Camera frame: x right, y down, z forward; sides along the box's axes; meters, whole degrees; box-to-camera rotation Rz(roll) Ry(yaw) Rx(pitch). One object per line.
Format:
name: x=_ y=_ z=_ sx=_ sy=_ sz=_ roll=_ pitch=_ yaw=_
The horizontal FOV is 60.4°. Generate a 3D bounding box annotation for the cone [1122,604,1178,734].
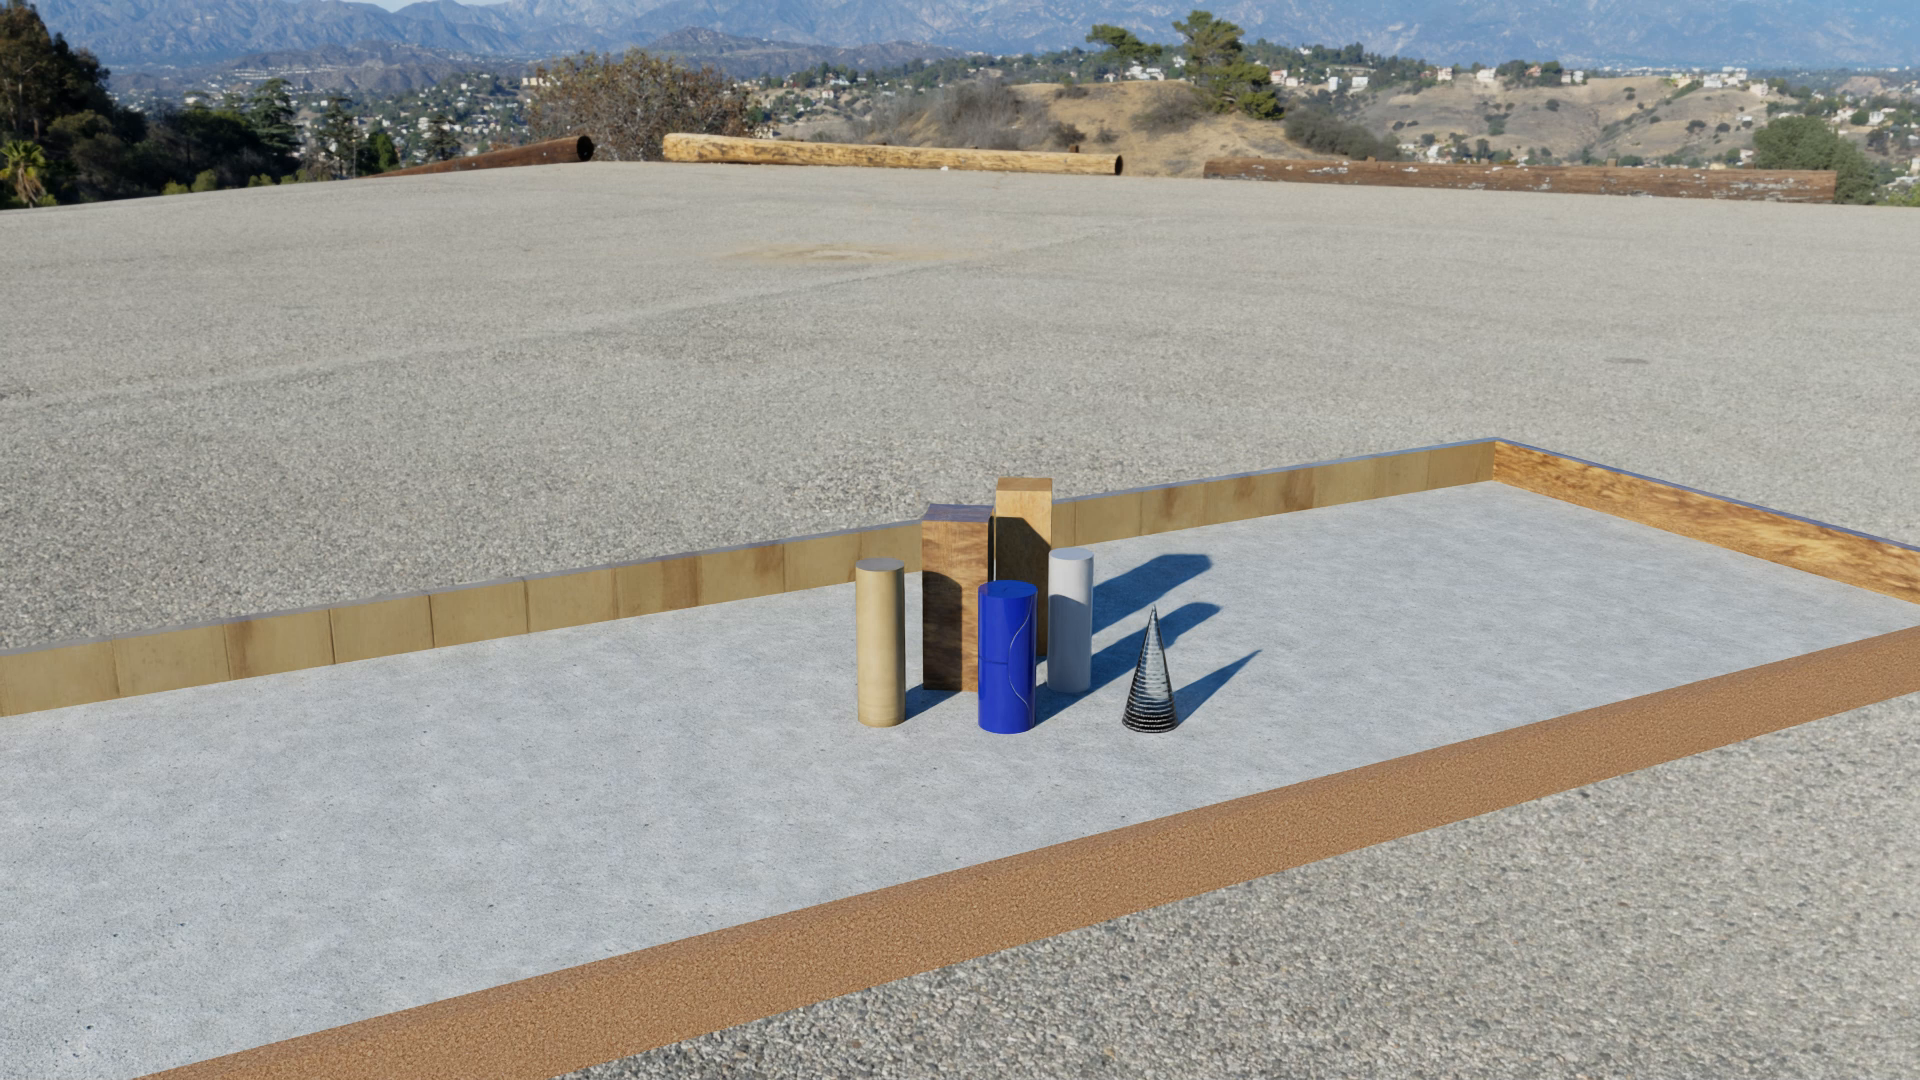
cone: x=0.449 y=0.285 z=3.849 sx=0.134 sy=0.302 sz=0.134 roll=0 pitch=16 yaw=0

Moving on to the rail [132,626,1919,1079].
rail: x=-2.336 y=1.006 z=1.665 sx=12.000 sy=0.150 sz=0.050 roll=-9 pitch=18 yaw=-27

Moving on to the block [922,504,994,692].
block: x=-0.003 y=0.143 z=4.098 sx=0.160 sy=0.435 sz=0.160 roll=2 pitch=16 yaw=6

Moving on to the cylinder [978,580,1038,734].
cylinder: x=0.110 y=0.272 z=3.842 sx=0.137 sy=0.332 sz=0.137 roll=0 pitch=16 yaw=0

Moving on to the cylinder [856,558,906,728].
cylinder: x=-0.185 y=0.240 z=3.861 sx=0.115 sy=0.382 sz=0.115 roll=0 pitch=16 yaw=0

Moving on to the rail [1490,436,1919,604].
rail: x=2.466 y=-0.048 z=5.253 sx=0.050 sy=0.150 sz=2.100 roll=-9 pitch=18 yaw=-27

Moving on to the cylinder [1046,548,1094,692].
cylinder: x=0.272 y=0.198 z=4.074 sx=0.110 sy=0.342 sz=0.110 roll=0 pitch=16 yaw=0

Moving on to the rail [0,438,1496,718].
rail: x=-3.305 y=0.497 z=3.399 sx=12.000 sy=0.150 sz=0.050 roll=-9 pitch=18 yaw=-27

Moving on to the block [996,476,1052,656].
block: x=0.168 y=0.068 z=4.334 sx=0.141 sy=0.444 sz=0.141 roll=1 pitch=16 yaw=4
